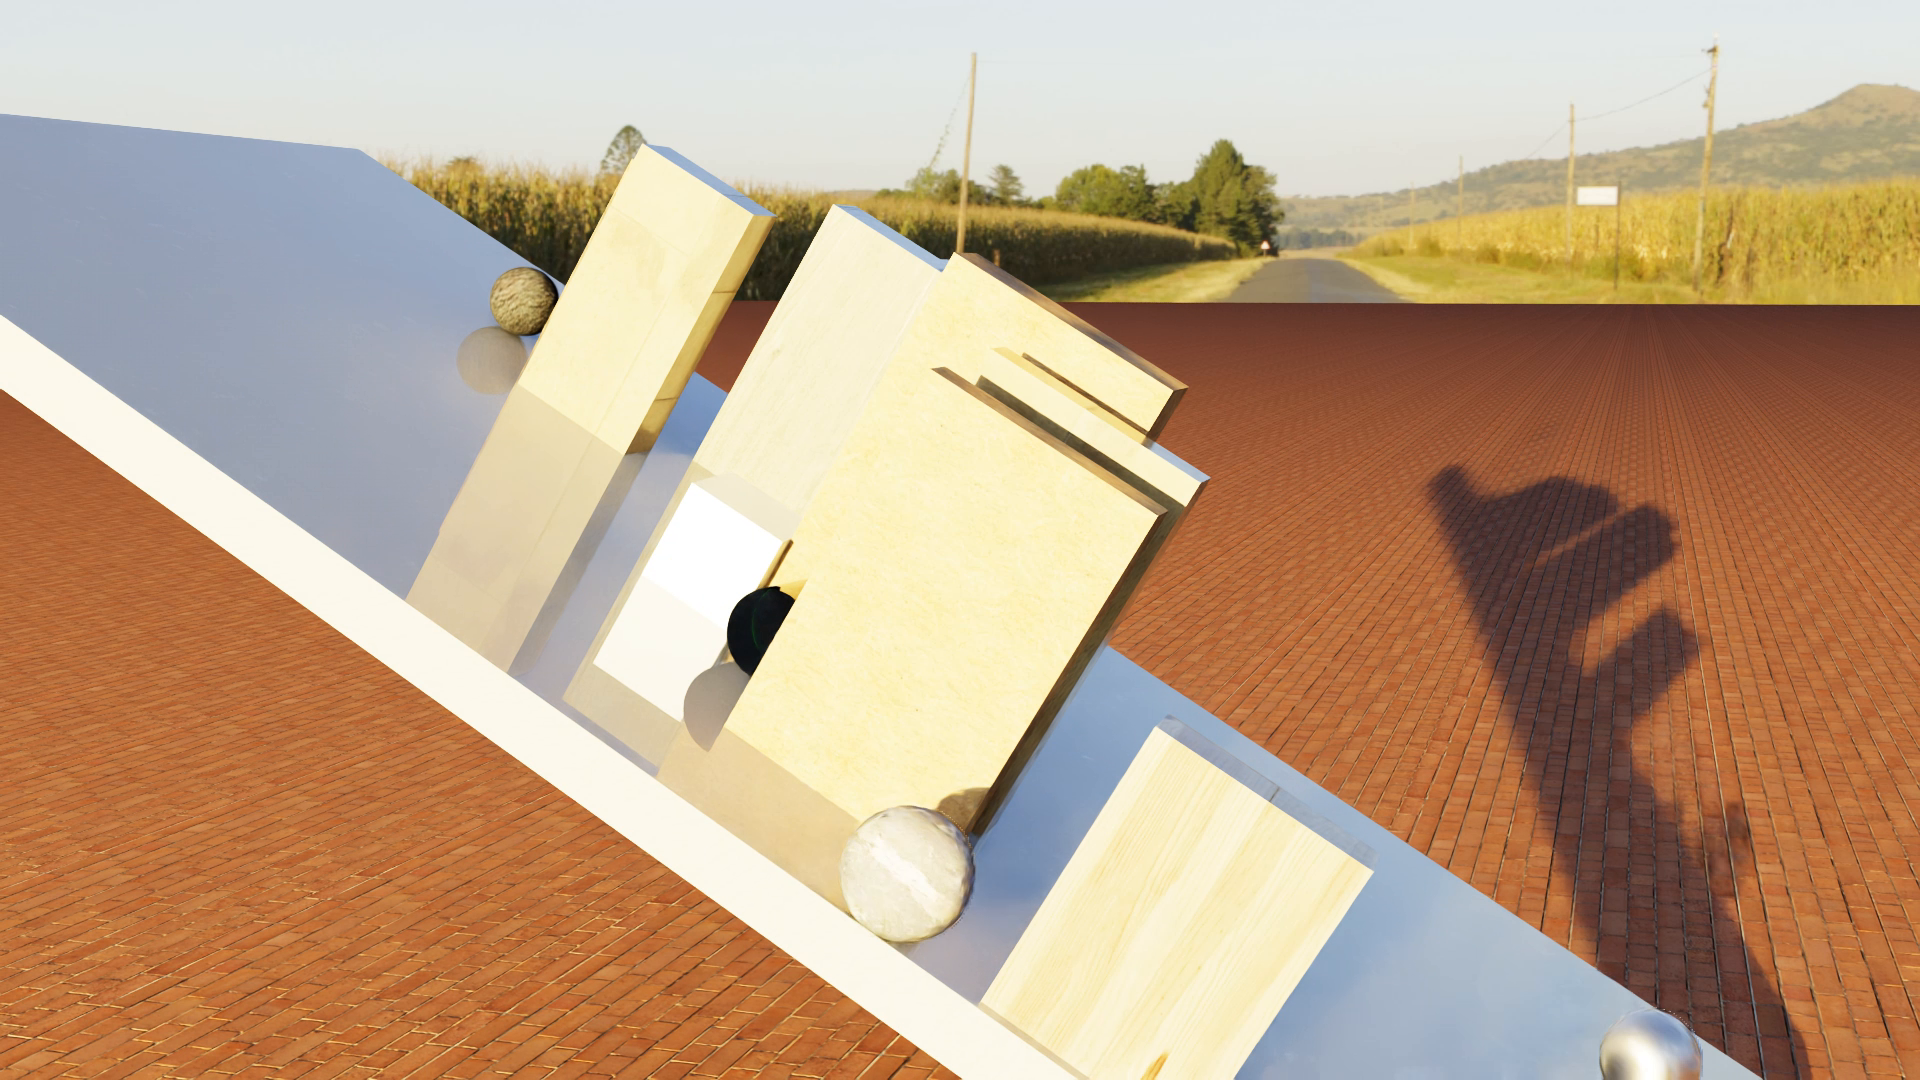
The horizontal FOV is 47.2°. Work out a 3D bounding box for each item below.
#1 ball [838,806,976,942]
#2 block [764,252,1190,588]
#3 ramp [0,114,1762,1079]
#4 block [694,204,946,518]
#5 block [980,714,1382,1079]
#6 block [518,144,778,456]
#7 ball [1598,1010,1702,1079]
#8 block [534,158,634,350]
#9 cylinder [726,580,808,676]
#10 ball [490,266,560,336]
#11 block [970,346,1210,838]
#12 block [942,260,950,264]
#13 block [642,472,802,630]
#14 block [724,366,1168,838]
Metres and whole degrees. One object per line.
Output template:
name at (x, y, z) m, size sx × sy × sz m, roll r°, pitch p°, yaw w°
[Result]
ball at (-0.074, 0.468, 3.082) m, size 0.191 × 0.191 × 0.191 m, roll 0°, pitch 7°, yaw 0°
block at (0.000, -0.052, 3.801) m, size 0.438 × 0.766 × 0.134 m, roll 33°, pitch 15°, yaw 11°
ramp at (-0.166, 0.274, 4.119) m, size 4.000 × 0.100 × 2.000 m, roll 33°, pitch 15°, yaw 11°
block at (-0.244, -0.336, 4.561) m, size 0.353 × 0.615 × 0.137 m, roll 33°, pitch 15°, yaw 11°
block at (0.300, 0.536, 3.028) m, size 0.343 × 0.474 × 0.092 m, roll 33°, pitch 15°, yaw 11°
block at (-0.628, -0.480, 4.410) m, size 0.271 × 0.552 × 0.126 m, roll 33°, pitch 15°, yaw 11°
ball at (1.286, 0.969, 4.099) m, size 0.184 × 0.184 × 0.184 m, roll 0°, pitch 7°, yaw 0°
block at (-0.668, -0.536, 4.686) m, size 0.272 × 0.466 × 0.138 m, roll 33°, pitch 15°, yaw 11°
cylinder at (-0.293, 0.153, 3.757) m, size 0.158 × 0.158 × 0.158 m, roll 2°, pitch 6°, yaw 20°
ball at (-0.933, -0.511, 4.717) m, size 0.148 × 0.148 × 0.148 m, roll 0°, pitch 7°, yaw 0°
block at (0.053, 0.087, 3.591) m, size 0.399 × 0.693 × 0.089 m, roll 33°, pitch 15°, yaw 11°
block at (-0.007, -0.275, 4.922) m, size 0.422 × 0.564 × 0.142 m, roll 33°, pitch 15°, yaw 11°
block at (-0.407, 0.019, 3.912) m, size 0.191 × 0.191 × 0.191 m, roll 33°, pitch 15°, yaw 9°
block at (-0.029, 0.124, 3.373) m, size 0.409 × 0.660 × 0.080 m, roll 33°, pitch 15°, yaw 11°
